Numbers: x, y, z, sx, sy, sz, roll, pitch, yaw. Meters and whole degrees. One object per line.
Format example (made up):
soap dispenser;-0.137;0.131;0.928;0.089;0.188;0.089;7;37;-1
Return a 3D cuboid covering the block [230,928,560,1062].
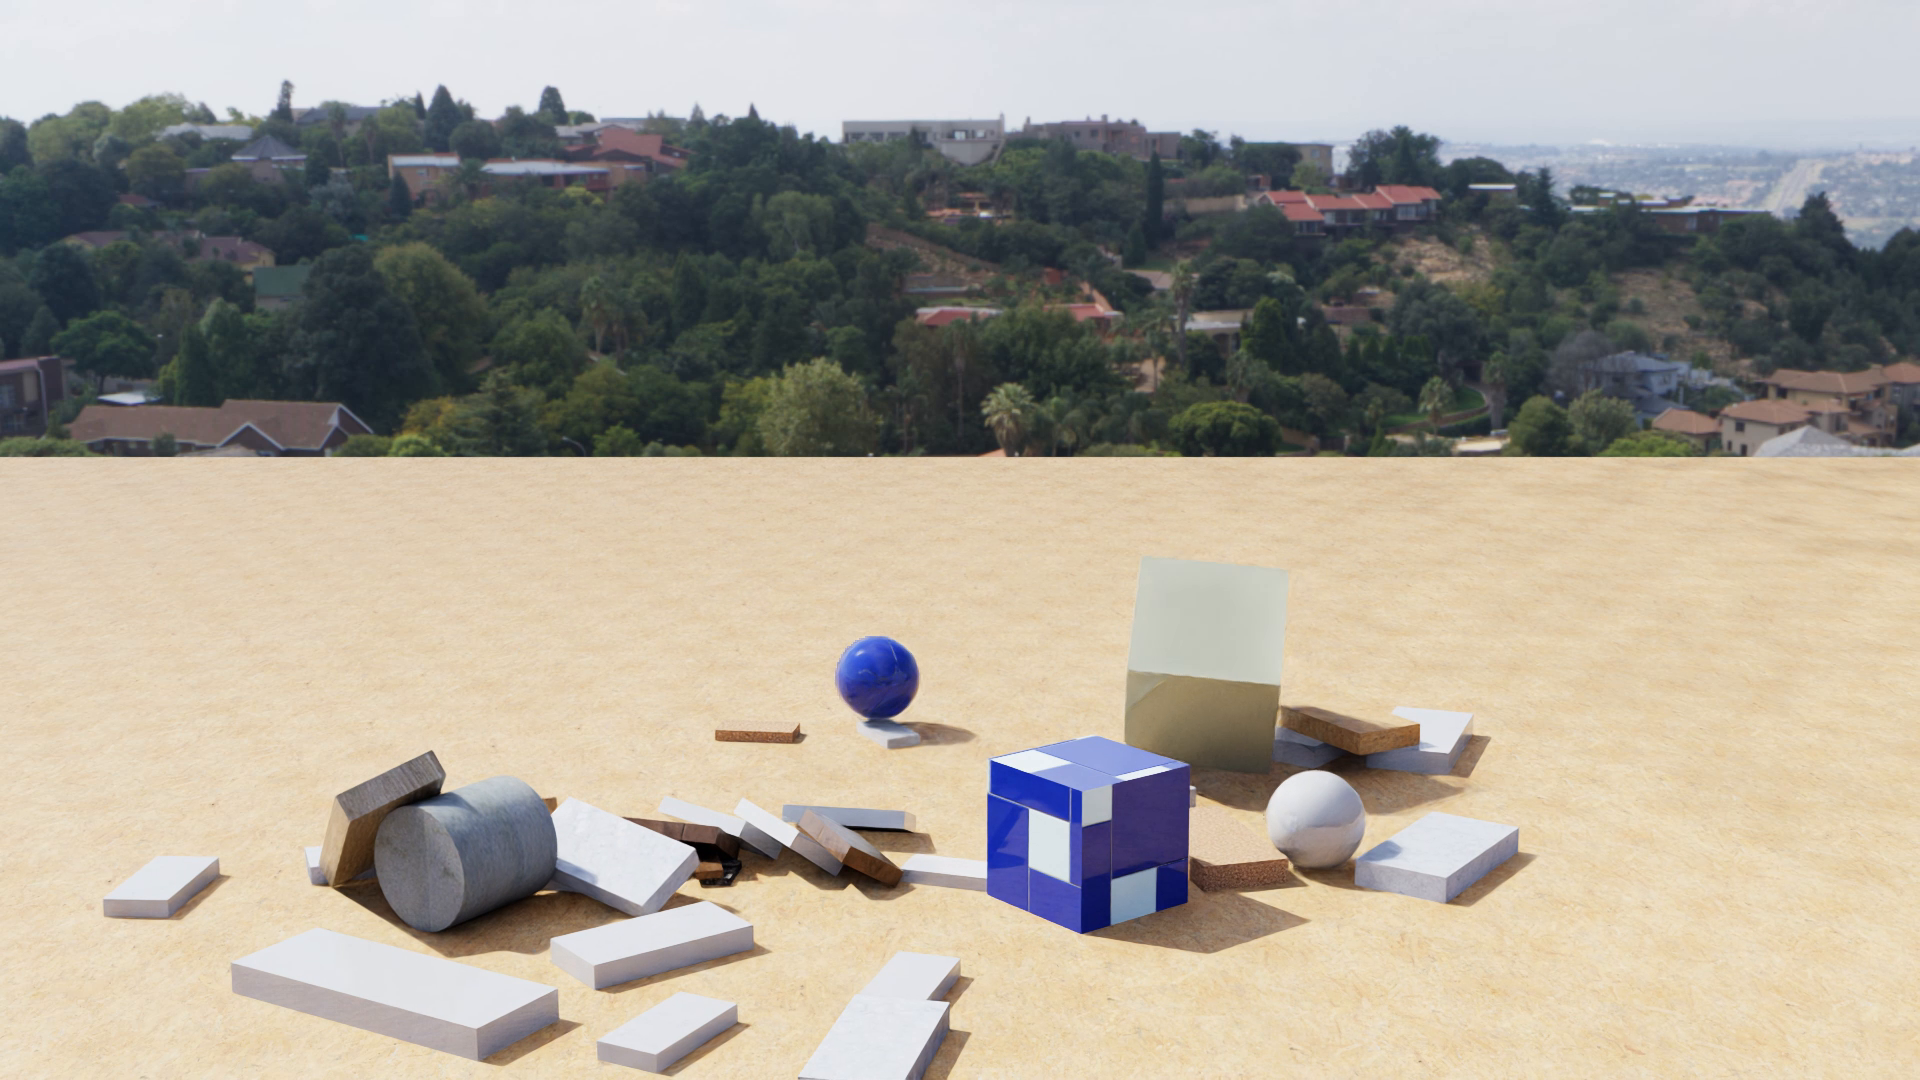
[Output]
block;-0.824;0.654;3.193;0.481;0.048;0.168;6;12;30

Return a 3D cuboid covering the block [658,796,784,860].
block;-0.423;0.507;3.875;0.215;0.030;0.108;9;-22;41

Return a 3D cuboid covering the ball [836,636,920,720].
ball;-0.173;0.293;4.665;0.177;0.177;0.177;0;11;0

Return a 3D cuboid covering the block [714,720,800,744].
block;-0.425;0.402;4.618;0.165;0.023;0.082;1;11;7

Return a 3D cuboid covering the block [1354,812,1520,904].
block;0.825;0.544;3.791;0.162;0.046;0.324;7;13;34

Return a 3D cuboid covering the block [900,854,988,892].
block;-0.012;0.565;3.737;0.165;0.023;0.082;4;11;19

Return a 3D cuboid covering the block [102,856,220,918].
block;-1.327;0.576;3.661;0.108;0.030;0.215;1;11;3

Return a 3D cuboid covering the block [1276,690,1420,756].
block;0.774;0.370;4.483;0.154;0.044;0.309;-6;12;-29

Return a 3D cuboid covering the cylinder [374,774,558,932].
cylinder;-0.799;0.505;3.563;0.206;0.206;0.206;7;13;33

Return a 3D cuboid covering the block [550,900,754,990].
block;-0.473;0.622;3.388;0.277;0.039;0.139;-8;13;-37

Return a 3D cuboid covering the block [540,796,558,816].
block;-0.886;0.489;3.869;0.337;0.048;0.168;-6;-1;36

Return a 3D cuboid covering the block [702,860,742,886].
block;-0.405;0.567;3.754;0.047;0.013;0.094;1;11;7

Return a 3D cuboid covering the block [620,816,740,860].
block;-0.502;0.518;3.823;0.215;0.030;0.108;3;-23;18

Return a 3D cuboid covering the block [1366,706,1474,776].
block;0.947;0.410;4.513;0.162;0.046;0.324;4;11;21

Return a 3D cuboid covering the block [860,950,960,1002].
block;-0.075;0.657;3.231;0.099;0.028;0.198;3;11;17

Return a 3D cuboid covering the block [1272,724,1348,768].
block;0.628;0.404;4.544;0.324;0.046;0.162;8;13;37

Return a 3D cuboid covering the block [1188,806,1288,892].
block;0.438;0.536;3.841;0.154;0.044;0.309;-3;11;-16

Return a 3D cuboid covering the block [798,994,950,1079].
block;-0.113;0.696;2.991;0.139;0.039;0.285;2;11;12

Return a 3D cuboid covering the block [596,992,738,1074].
block;-0.407;0.686;3.073;0.099;0.028;0.198;5;12;27

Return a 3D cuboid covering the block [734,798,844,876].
block;-0.298;0.515;3.819;0.111;0.031;0.222;38;-11;-31

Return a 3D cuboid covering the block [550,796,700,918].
block;-0.582;0.525;3.634;0.277;0.039;0.139;17;45;30

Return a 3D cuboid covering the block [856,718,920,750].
block;-0.151;0.405;4.607;0.075;0.021;0.150;-5;12;-27

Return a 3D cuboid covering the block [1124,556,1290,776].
block;0.486;0.248;4.347;0.290;0.290;0.290;5;49;7

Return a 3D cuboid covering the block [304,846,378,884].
block;-1.012;0.550;3.798;0.221;0.031;0.110;-4;11;-21

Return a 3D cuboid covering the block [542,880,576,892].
block;-0.713;0.560;3.744;0.220;0.031;0.110;2;11;11

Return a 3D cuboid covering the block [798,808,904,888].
block;-0.189;0.528;3.772;0.111;0.031;0.222;30;-3;-25

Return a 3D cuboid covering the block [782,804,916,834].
block;-0.199;0.501;3.953;0.222;0.031;0.111;2;-11;10

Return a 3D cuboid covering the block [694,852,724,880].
block;-0.432;0.555;3.747;0.047;0.013;0.094;-2;11;-12

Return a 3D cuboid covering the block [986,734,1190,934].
block;0.210;0.479;3.624;0.235;0.235;0.235;-8;13;-38

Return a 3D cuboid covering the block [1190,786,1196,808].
block;0.286;0.471;4.188;0.154;0.044;0.309;-8;13;-37

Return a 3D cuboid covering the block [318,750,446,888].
block;-0.949;0.460;3.602;0.168;0.048;0.337;-26;-15;-30

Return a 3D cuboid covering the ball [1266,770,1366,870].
ball;0.612;0.482;3.783;0.171;0.171;0.171;0;11;0
